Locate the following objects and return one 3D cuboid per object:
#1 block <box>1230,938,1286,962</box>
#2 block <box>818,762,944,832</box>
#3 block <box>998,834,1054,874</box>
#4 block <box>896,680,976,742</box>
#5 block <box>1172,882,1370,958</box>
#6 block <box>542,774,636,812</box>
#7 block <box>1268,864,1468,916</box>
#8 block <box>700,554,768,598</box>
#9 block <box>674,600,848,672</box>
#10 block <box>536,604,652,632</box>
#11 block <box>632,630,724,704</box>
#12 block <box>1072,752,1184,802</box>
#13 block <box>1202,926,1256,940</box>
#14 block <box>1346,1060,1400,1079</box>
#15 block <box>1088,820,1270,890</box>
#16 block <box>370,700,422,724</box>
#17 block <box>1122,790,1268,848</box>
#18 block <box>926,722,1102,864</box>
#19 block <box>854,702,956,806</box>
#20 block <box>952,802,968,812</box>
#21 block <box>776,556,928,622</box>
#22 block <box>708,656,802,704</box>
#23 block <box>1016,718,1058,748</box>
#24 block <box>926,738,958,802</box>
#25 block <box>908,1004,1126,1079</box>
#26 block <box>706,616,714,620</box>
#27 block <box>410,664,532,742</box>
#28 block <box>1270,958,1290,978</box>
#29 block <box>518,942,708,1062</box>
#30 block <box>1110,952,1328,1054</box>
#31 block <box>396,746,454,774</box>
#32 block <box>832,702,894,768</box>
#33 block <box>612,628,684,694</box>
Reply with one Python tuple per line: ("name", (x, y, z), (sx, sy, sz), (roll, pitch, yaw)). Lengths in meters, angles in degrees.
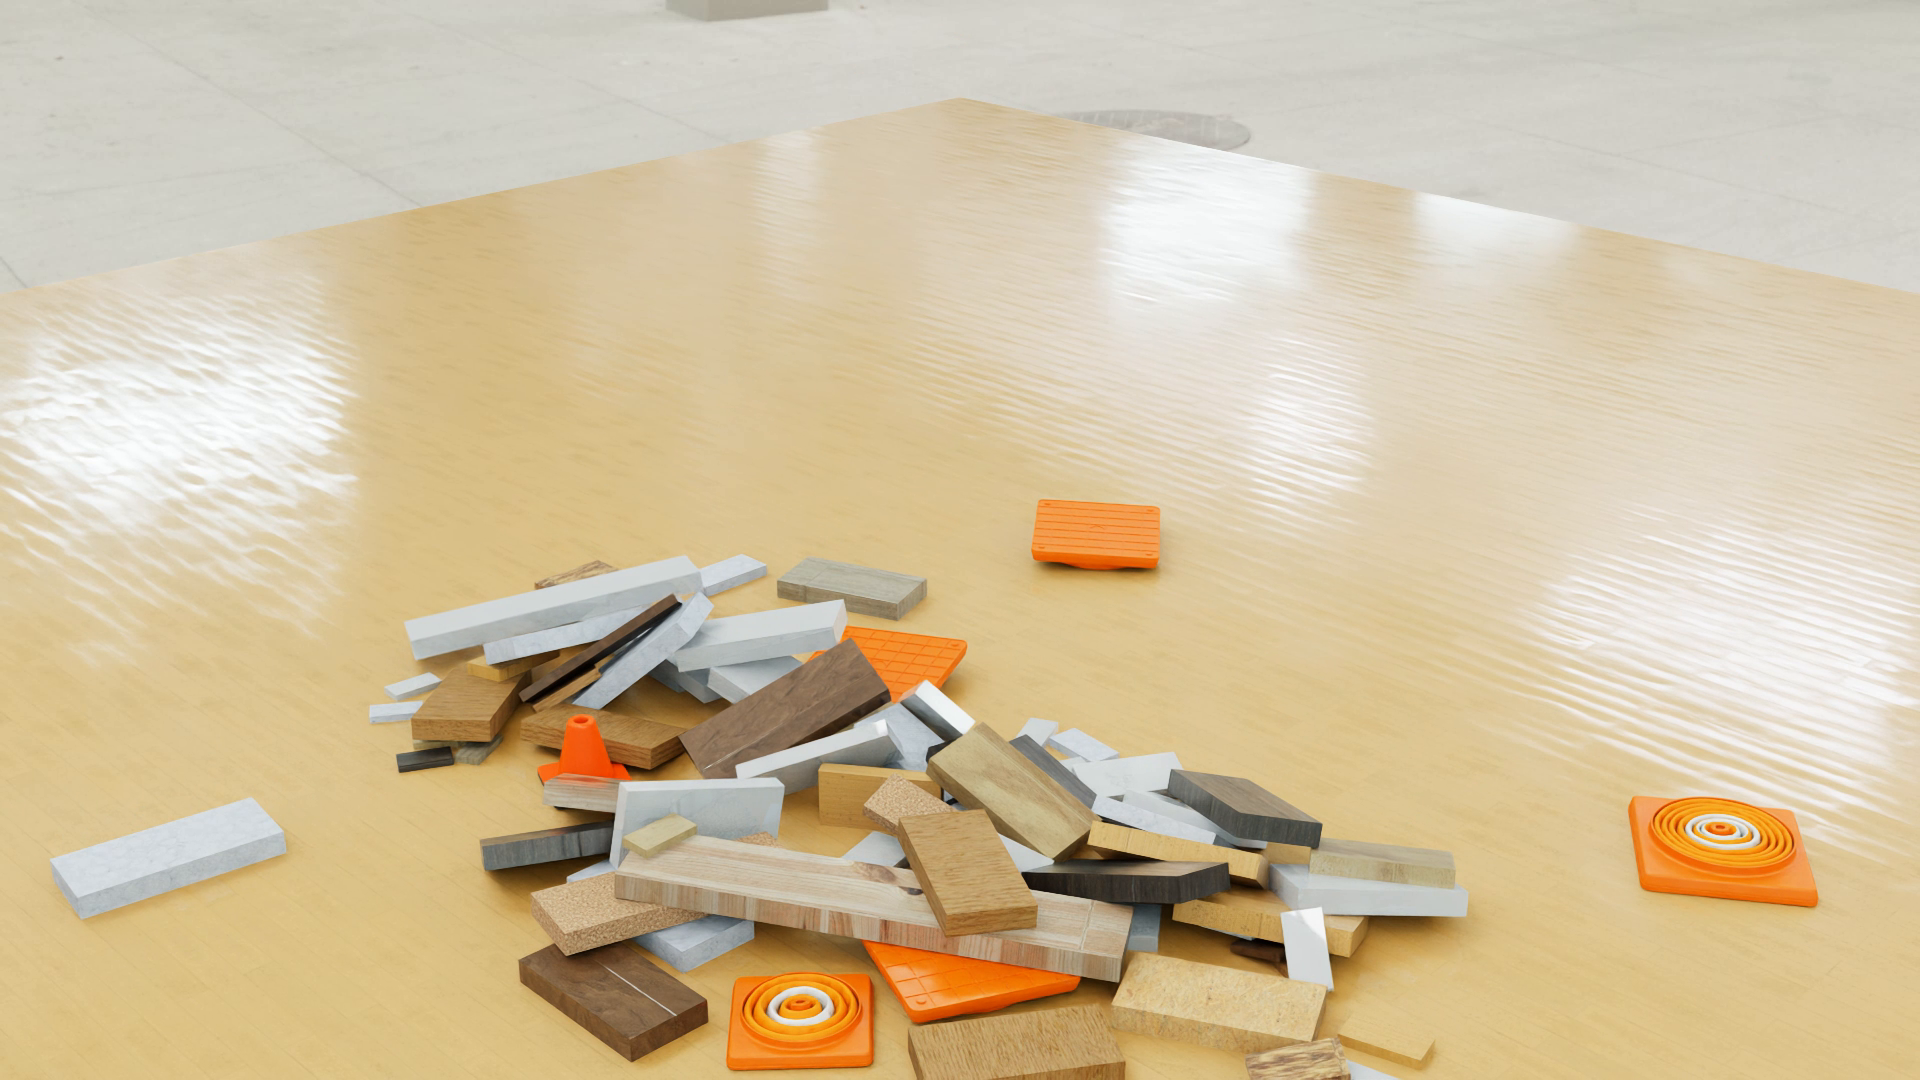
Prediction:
("block", (0.546, 0.738, 3.972), (0.103, 0.015, 0.051), (4, 14, 39))
("block", (-0.157, 0.517, 4.383), (0.247, 0.124, 0.035), (4, 24, 10))
("block", (0.062, 0.606, 4.159), (0.208, 0.029, 0.104), (25, 47, 9))
("block", (-0.056, 0.363, 4.593), (0.038, 0.133, 0.265), (-50, 2, -15))
("block", (0.570, 0.687, 4.023), (0.327, 0.046, 0.163), (9, 7, 20))
("block", (-0.655, 0.513, 4.388), (0.319, 0.045, 0.159), (6, 1, 3))
("block", (0.754, 0.648, 4.074), (0.327, 0.046, 0.163), (3, 7, -11))
("block", (-0.591, 0.088, 5.517), (0.195, 0.028, 0.098), (-21, 31, -40))
("block", (-0.432, 0.208, 4.801), (0.352, 0.050, 0.176), (-9, 17, 8))
("block", (-0.888, 0.179, 5.216), (0.302, 0.043, 0.151), (5, 21, 37))
("block", (-0.594, 0.269, 4.961), (0.151, 0.043, 0.302), (-17, 31, -35))
("block", (0.352, 0.496, 4.526), (0.222, 0.031, 0.111), (-6, 34, -14))
("block", (0.499, 0.709, 4.029), (0.103, 0.015, 0.051), (11, 8, 32))
("block", (0.642, 0.894, 3.625), (0.159, 0.023, 0.080), (15, 27, 31))
("block", (0.420, 0.602, 4.159), (0.327, 0.046, 0.163), (9, -17, 21))
("block", (-1.242, 0.379, 4.847), (0.113, 0.016, 0.057), (-5, 23, -11))
("block", (0.465, 0.550, 4.341), (0.264, 0.037, 0.132), (15, -1, 32))
("block", (0.104, 0.502, 4.303), (0.320, 0.045, 0.160), (38, 46, 23))
("block", (-0.084, 0.448, 4.513), (0.266, 0.038, 0.133), (39, 40, 27))
("block", (-0.013, 0.559, 4.324), (0.144, 0.020, 0.072), (-25, 51, -8))
("block", (-0.266, 0.118, 5.423), (0.330, 0.047, 0.165), (10, 25, 23))
("block", (-0.353, 0.348, 4.739), (0.352, 0.050, 0.176), (31, 36, 24))
("block", (0.162, 0.423, 4.740), (0.064, 0.018, 0.128), (8, 24, 19))
("block", (0.057, 0.501, 4.426), (0.133, 0.038, 0.265), (-14, 46, -30))
("block", (0.092, 0.861, 3.671), (0.333, 0.047, 0.166), (-5, 23, -11))
("block", (-0.514, 0.239, 5.017), (0.023, 0.160, 0.080), (-49, 41, -11))
("block", (-1.066, 0.353, 4.819), (0.170, 0.048, 0.339), (1, 17, 4))
("block", (0.599, 0.767, 3.935), (0.051, 0.015, 0.103), (-9, 24, -19))
("block", (-0.608, 0.788, 3.844), (0.164, 0.047, 0.329), (-21, 31, -40))
("block", (0.448, 0.806, 3.798), (0.343, 0.049, 0.171), (7, 24, 17))
("block", (-1.131, 0.464, 4.647), (0.113, 0.016, 0.057), (-7, 24, -17))
("block", (-0.188, 0.405, 4.624), (0.352, 0.050, 0.176), (35, 38, 29))
("block", (-0.675, 0.261, 5.091), (0.151, 0.043, 0.302), (-19, 29, -37))
